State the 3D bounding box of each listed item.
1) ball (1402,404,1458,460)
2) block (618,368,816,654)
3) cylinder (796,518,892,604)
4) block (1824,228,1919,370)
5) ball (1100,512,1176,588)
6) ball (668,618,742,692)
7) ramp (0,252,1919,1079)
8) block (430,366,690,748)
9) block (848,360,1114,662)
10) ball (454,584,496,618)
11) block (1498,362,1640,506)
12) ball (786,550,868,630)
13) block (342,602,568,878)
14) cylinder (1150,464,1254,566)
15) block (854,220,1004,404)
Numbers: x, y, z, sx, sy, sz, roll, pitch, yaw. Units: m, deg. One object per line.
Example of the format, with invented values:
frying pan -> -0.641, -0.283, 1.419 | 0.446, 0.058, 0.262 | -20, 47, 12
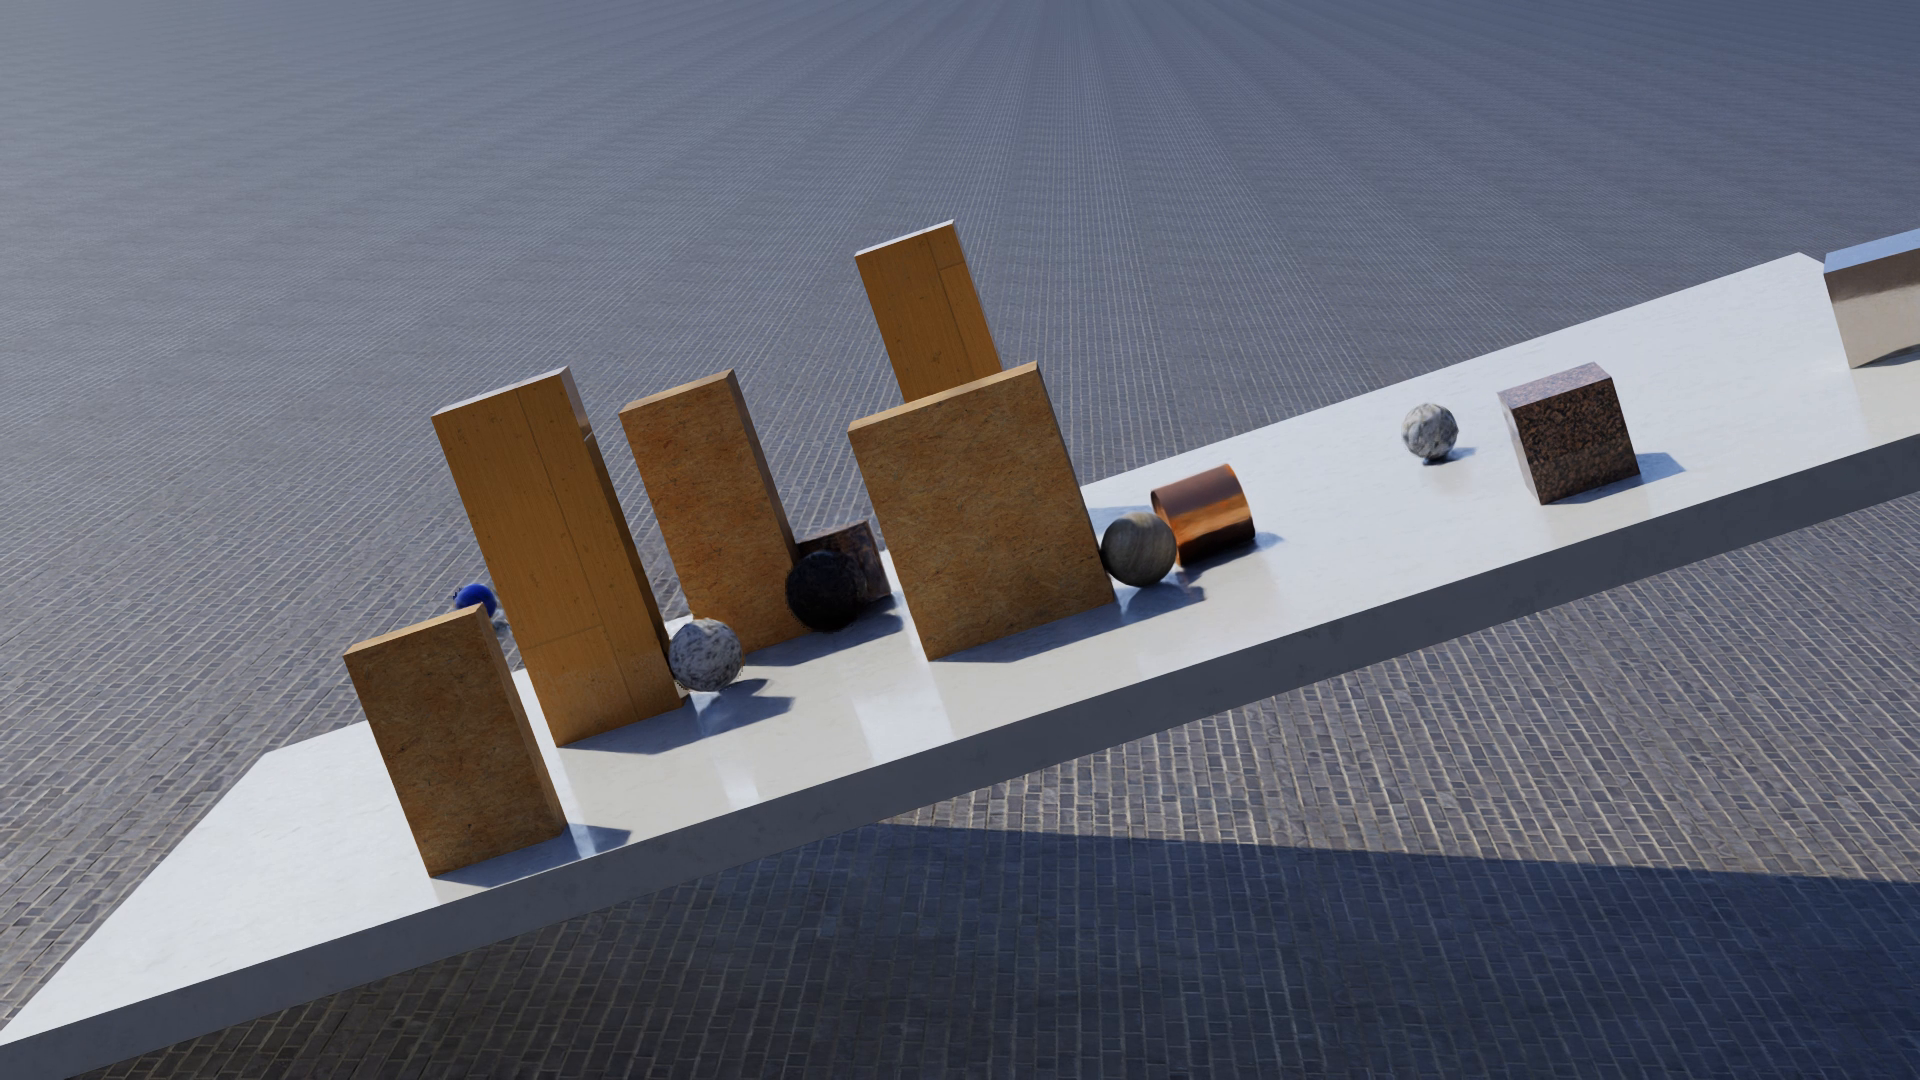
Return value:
ball -> 0.995, -0.230, 6.227 | 0.118, 0.118, 0.118 | 0, 12, 0
block -> -0.541, -0.053, 6.680 | 0.256, 0.610, 0.144 | -18, 11, 6
cylinder -> -0.267, 0.062, 6.758 | 0.176, 0.176, 0.176 | -18, 5, 2
block -> 1.832, -0.479, 5.800 | 0.199, 0.199, 0.199 | -15, 12, 22
ball -> 0.363, 0.019, 5.983 | 0.154, 0.154, 0.154 | 0, 12, 0
ball -> -0.550, 0.249, 6.360 | 0.160, 0.160, 0.160 | 0, 12, 0
ramp -> 0.107, 0.180, 6.305 | 4.000, 0.100, 2.000 | -18, 11, 6
block -> -0.860, 0.038, 6.357 | 0.294, 0.768, 0.114 | -18, 11, 6
block -> 0.045, -0.058, 5.988 | 0.401, 0.501, 0.119 | -18, 11, 6
ball -> -1.517, 0.200, 9.215 | 0.130, 0.130, 0.130 | 0, 12, 0
block -> 1.160, -0.205, 5.613 | 0.194, 0.194, 0.194 | -18, 11, 6
ball -> -0.297, 0.112, 6.564 | 0.181, 0.181, 0.181 | 0, 12, 0
block -> -0.965, 0.384, 5.635 | 0.269, 0.464, 0.087 | -18, 11, 6
cylinder -> 0.501, -0.052, 6.071 | 0.165, 0.165, 0.165 | -20, 14, -4
block -> -0.012, -0.367, 6.978 | 0.242, 0.740, 0.101 | -18, 11, 6
